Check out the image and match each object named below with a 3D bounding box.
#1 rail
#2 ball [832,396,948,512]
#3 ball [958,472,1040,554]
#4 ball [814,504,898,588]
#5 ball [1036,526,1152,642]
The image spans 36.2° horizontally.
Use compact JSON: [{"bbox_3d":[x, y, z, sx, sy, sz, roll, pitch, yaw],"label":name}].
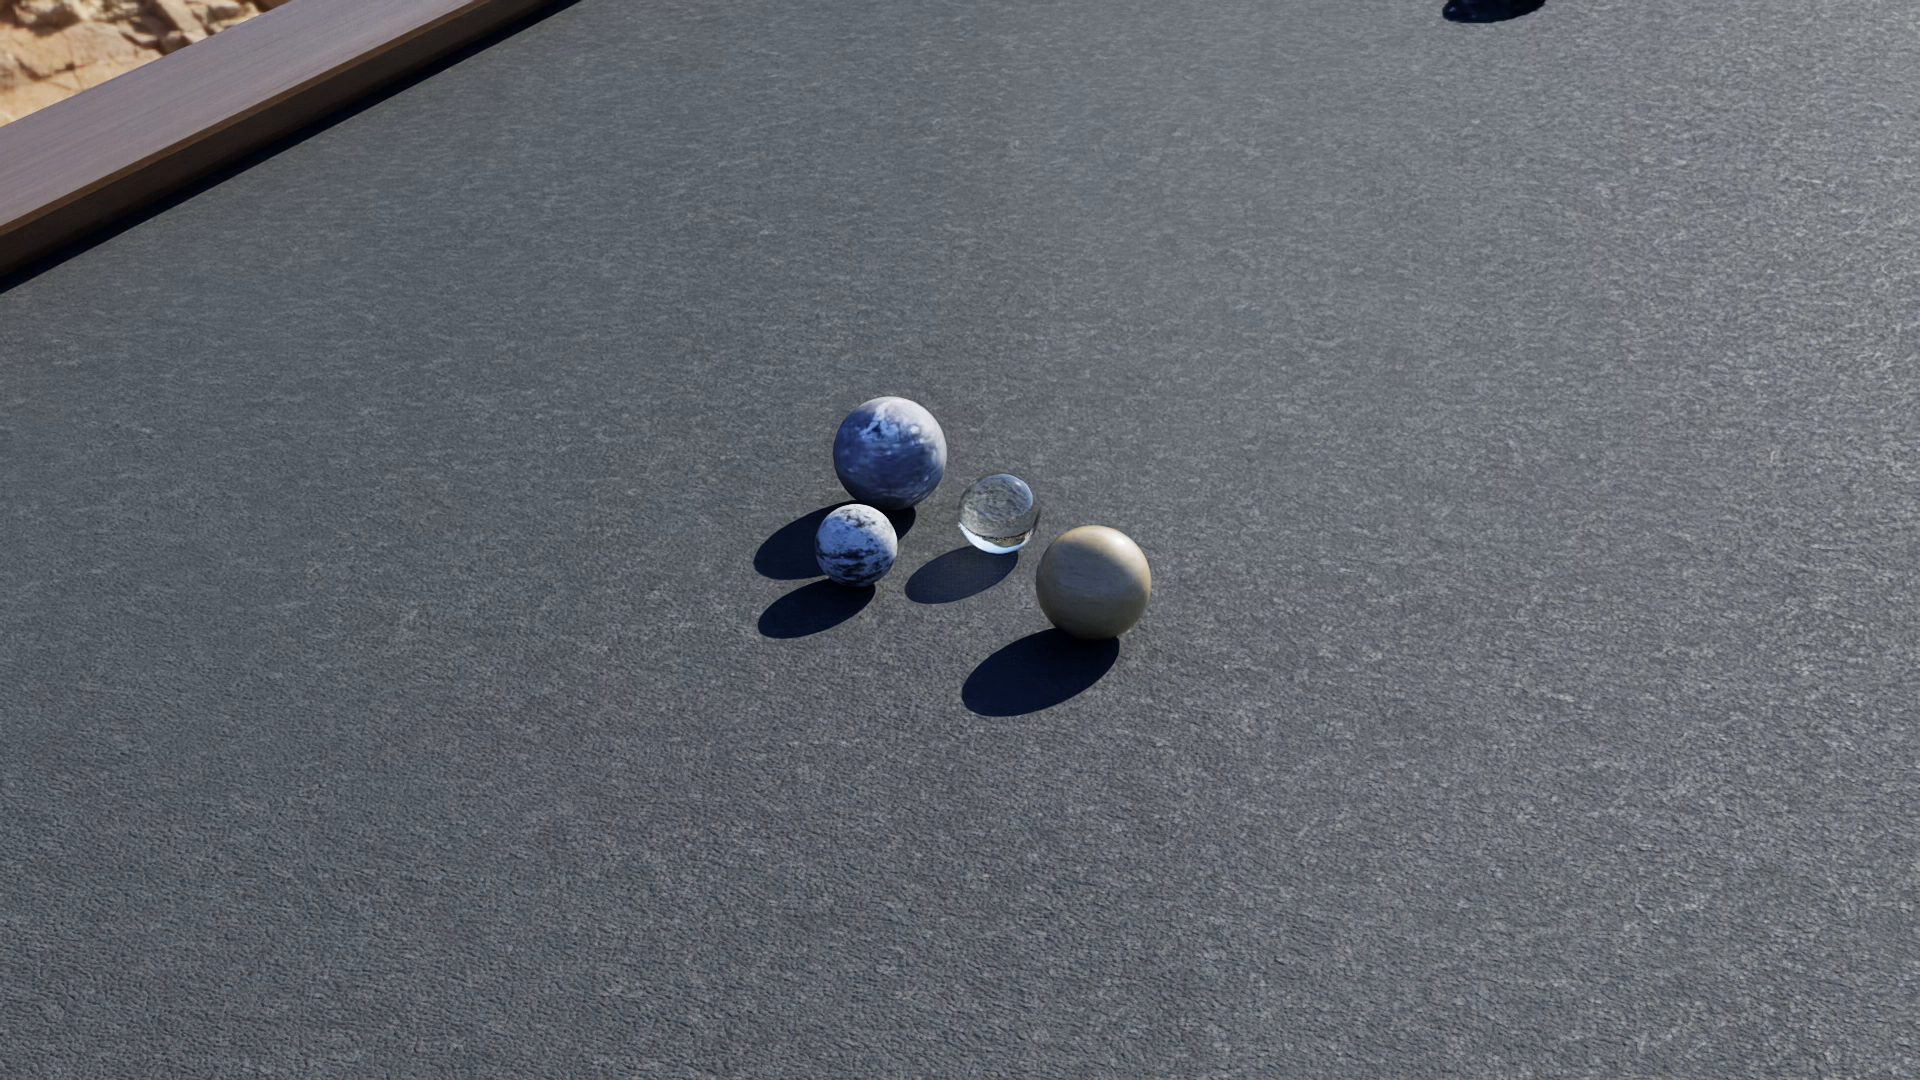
[{"bbox_3d":[-0.513,-0.493,2.786,0.045,0.115,3.176,10,28,20],"label":"rail"},{"bbox_3d":[-0.046,-0.057,1.931,0.075,0.075,0.075,0,26,0],"label":"ball"},{"bbox_3d":[0.025,-0.017,1.876,0.053,0.053,0.053,0,26,0],"label":"ball"},{"bbox_3d":[-0.065,0.004,1.834,0.052,0.052,0.052,0,26,0],"label":"ball"},{"bbox_3d":[0.080,0.026,1.767,0.070,0.070,0.070,0,26,0],"label":"ball"}]
